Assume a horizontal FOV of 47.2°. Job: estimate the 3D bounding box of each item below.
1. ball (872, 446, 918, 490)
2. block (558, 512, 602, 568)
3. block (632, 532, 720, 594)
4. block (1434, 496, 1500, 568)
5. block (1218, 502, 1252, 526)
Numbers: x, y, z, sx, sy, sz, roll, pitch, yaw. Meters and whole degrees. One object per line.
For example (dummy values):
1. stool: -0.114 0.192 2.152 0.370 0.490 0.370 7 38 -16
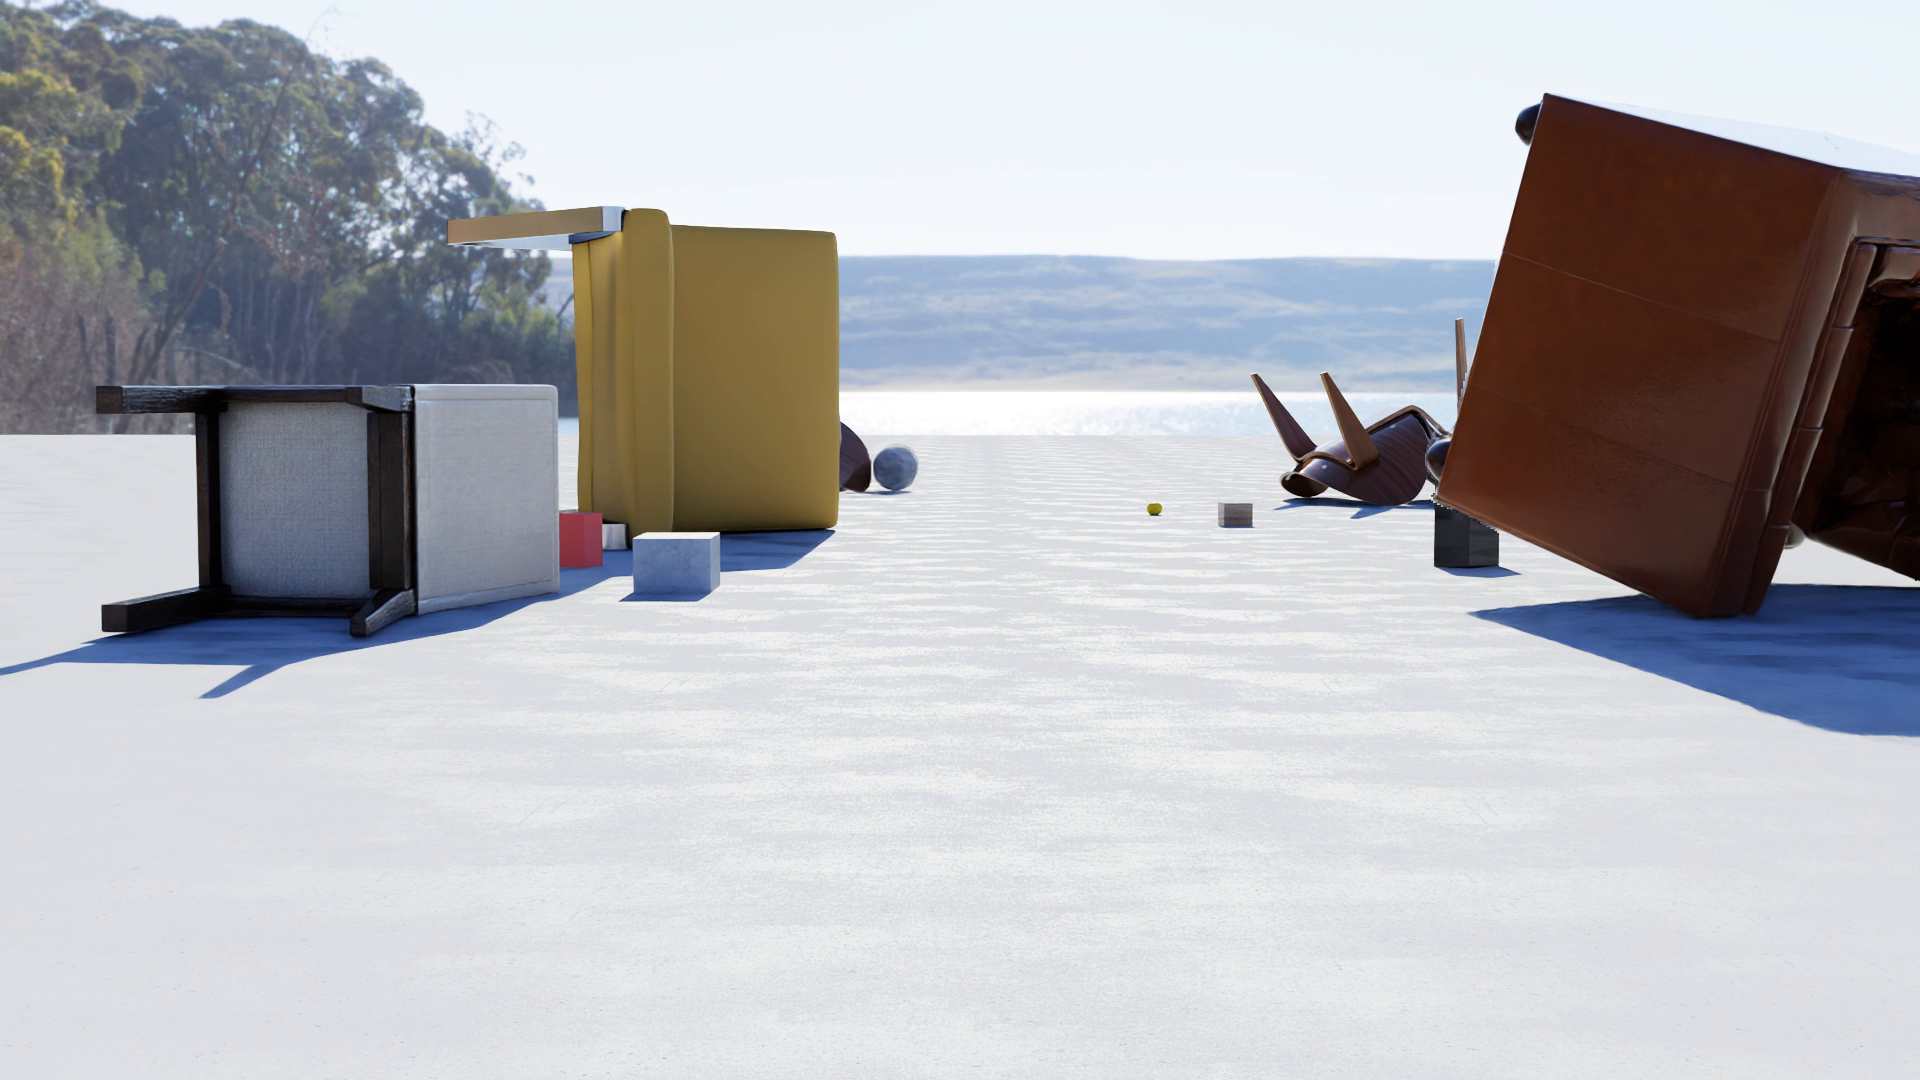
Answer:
1. ball: -0.287 -0.318 9.714 0.200 0.200 0.200 0 4 0
2. block: -0.962 0.000 5.572 0.079 0.134 0.077 2 4 27
3. block: -0.633 0.050 4.929 0.170 0.121 0.195 0 4 0
4. block: 1.286 -0.019 5.577 0.102 0.172 0.144 4 5 44
5. block: 0.905 -0.085 7.233 0.097 0.076 0.074 -1 4 -9
